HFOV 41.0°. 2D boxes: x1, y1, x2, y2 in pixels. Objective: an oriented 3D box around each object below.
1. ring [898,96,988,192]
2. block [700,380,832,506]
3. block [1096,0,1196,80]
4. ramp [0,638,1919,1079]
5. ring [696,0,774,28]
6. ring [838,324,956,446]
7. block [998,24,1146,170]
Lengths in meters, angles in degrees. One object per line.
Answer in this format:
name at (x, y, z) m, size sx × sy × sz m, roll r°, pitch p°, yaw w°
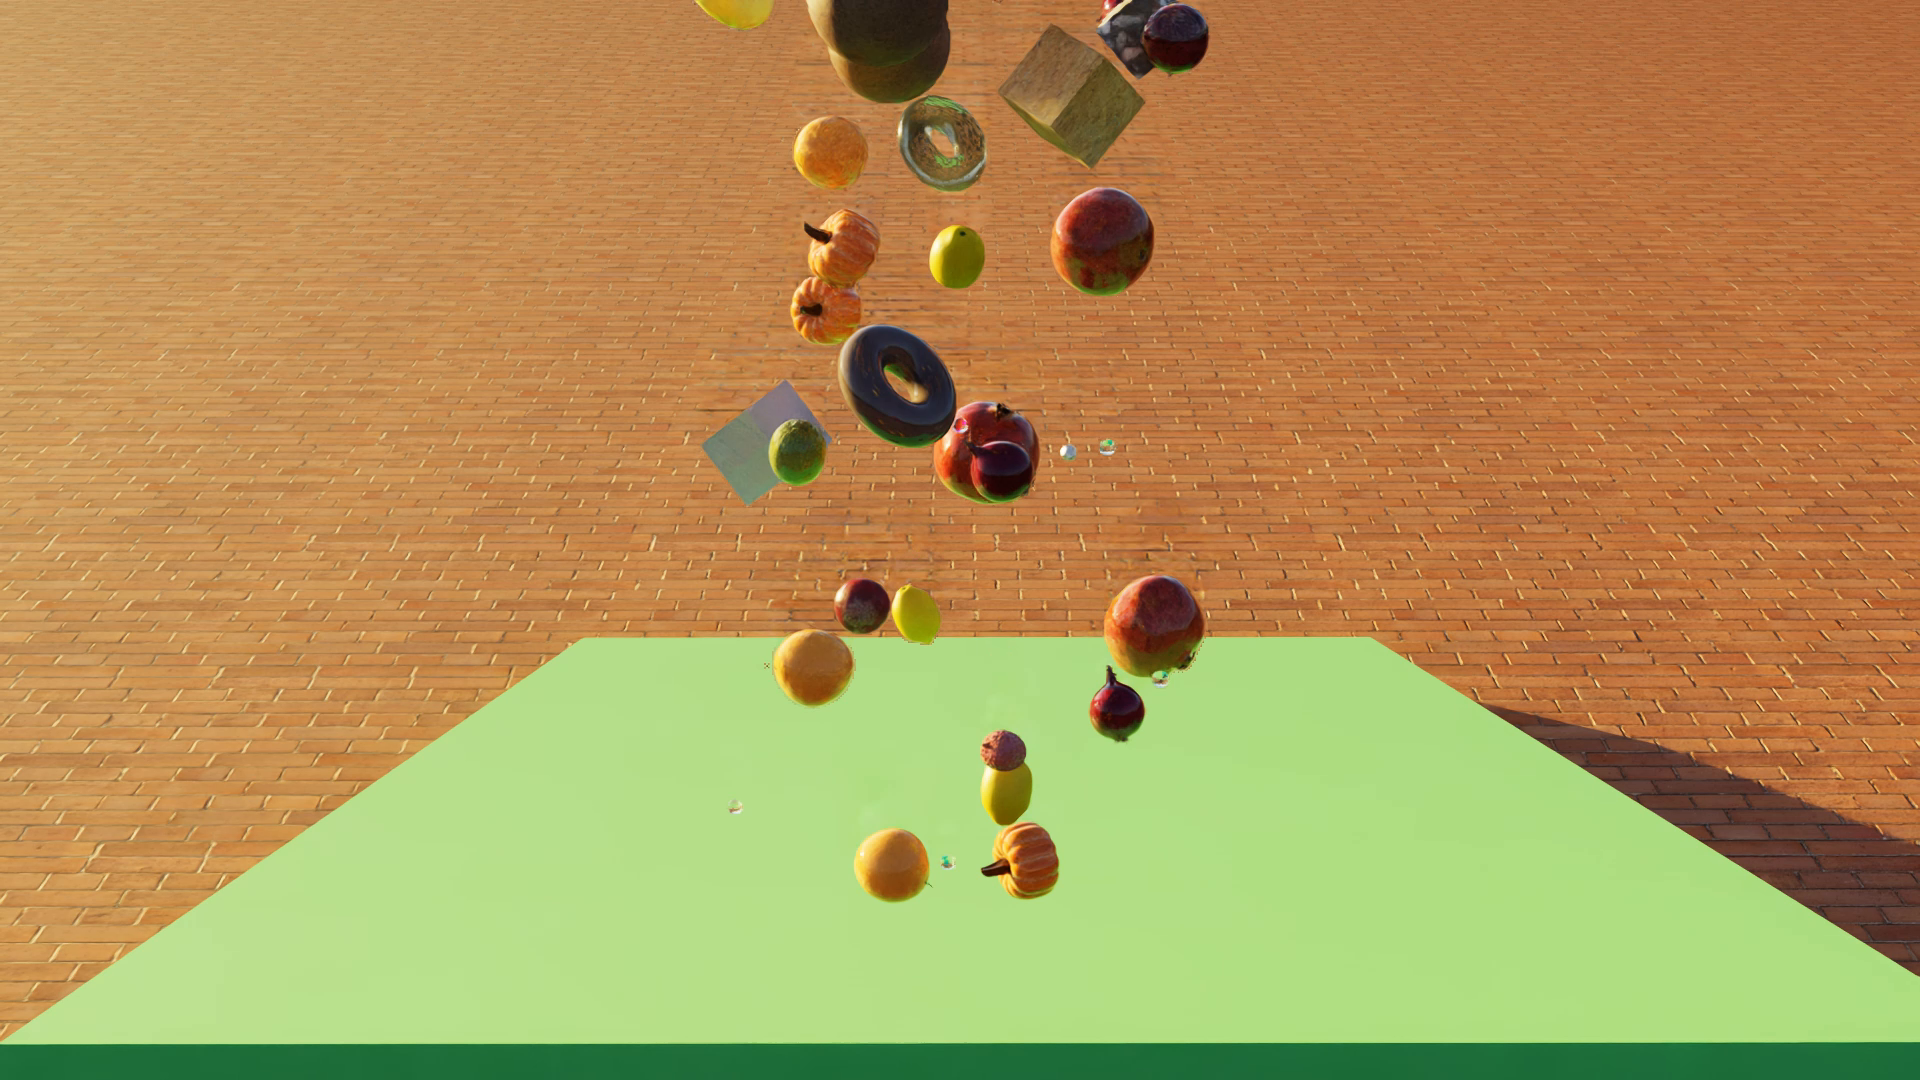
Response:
ring at (-0.017, -0.398, 2.579) m, size 0.102 × 0.102 × 0.034 m, roll -17°, pitch -8°, yaw -39°
block at (-0.213, -0.107, 2.826) m, size 0.085 × 0.085 × 0.085 m, roll -33°, pitch 6°, yaw 39°
block at (0.166, -0.458, 2.295) m, size 0.058 × 0.058 × 0.058 m, roll -37°, pitch 12°, yaw 26°
ramp at (0.047, 0.422, 4.534) m, size 2.000 × 0.100 × 4.000 m, roll 0°, pitch 4°, yaw 0°
ring at (-0.239, -0.576, 2.646) m, size 0.037 × 0.110 × 0.110 m, roll -36°, pitch -4°, yaw 37°
ring at (-0.064, -0.158, 2.628) m, size 0.047 × 0.141 × 0.141 m, roll -39°, pitch -8°, yaw 39°
block at (0.112, -0.445, 2.580) m, size 0.087 × 0.087 × 0.087 m, roll 40°, pitch 2°, yaw 39°
